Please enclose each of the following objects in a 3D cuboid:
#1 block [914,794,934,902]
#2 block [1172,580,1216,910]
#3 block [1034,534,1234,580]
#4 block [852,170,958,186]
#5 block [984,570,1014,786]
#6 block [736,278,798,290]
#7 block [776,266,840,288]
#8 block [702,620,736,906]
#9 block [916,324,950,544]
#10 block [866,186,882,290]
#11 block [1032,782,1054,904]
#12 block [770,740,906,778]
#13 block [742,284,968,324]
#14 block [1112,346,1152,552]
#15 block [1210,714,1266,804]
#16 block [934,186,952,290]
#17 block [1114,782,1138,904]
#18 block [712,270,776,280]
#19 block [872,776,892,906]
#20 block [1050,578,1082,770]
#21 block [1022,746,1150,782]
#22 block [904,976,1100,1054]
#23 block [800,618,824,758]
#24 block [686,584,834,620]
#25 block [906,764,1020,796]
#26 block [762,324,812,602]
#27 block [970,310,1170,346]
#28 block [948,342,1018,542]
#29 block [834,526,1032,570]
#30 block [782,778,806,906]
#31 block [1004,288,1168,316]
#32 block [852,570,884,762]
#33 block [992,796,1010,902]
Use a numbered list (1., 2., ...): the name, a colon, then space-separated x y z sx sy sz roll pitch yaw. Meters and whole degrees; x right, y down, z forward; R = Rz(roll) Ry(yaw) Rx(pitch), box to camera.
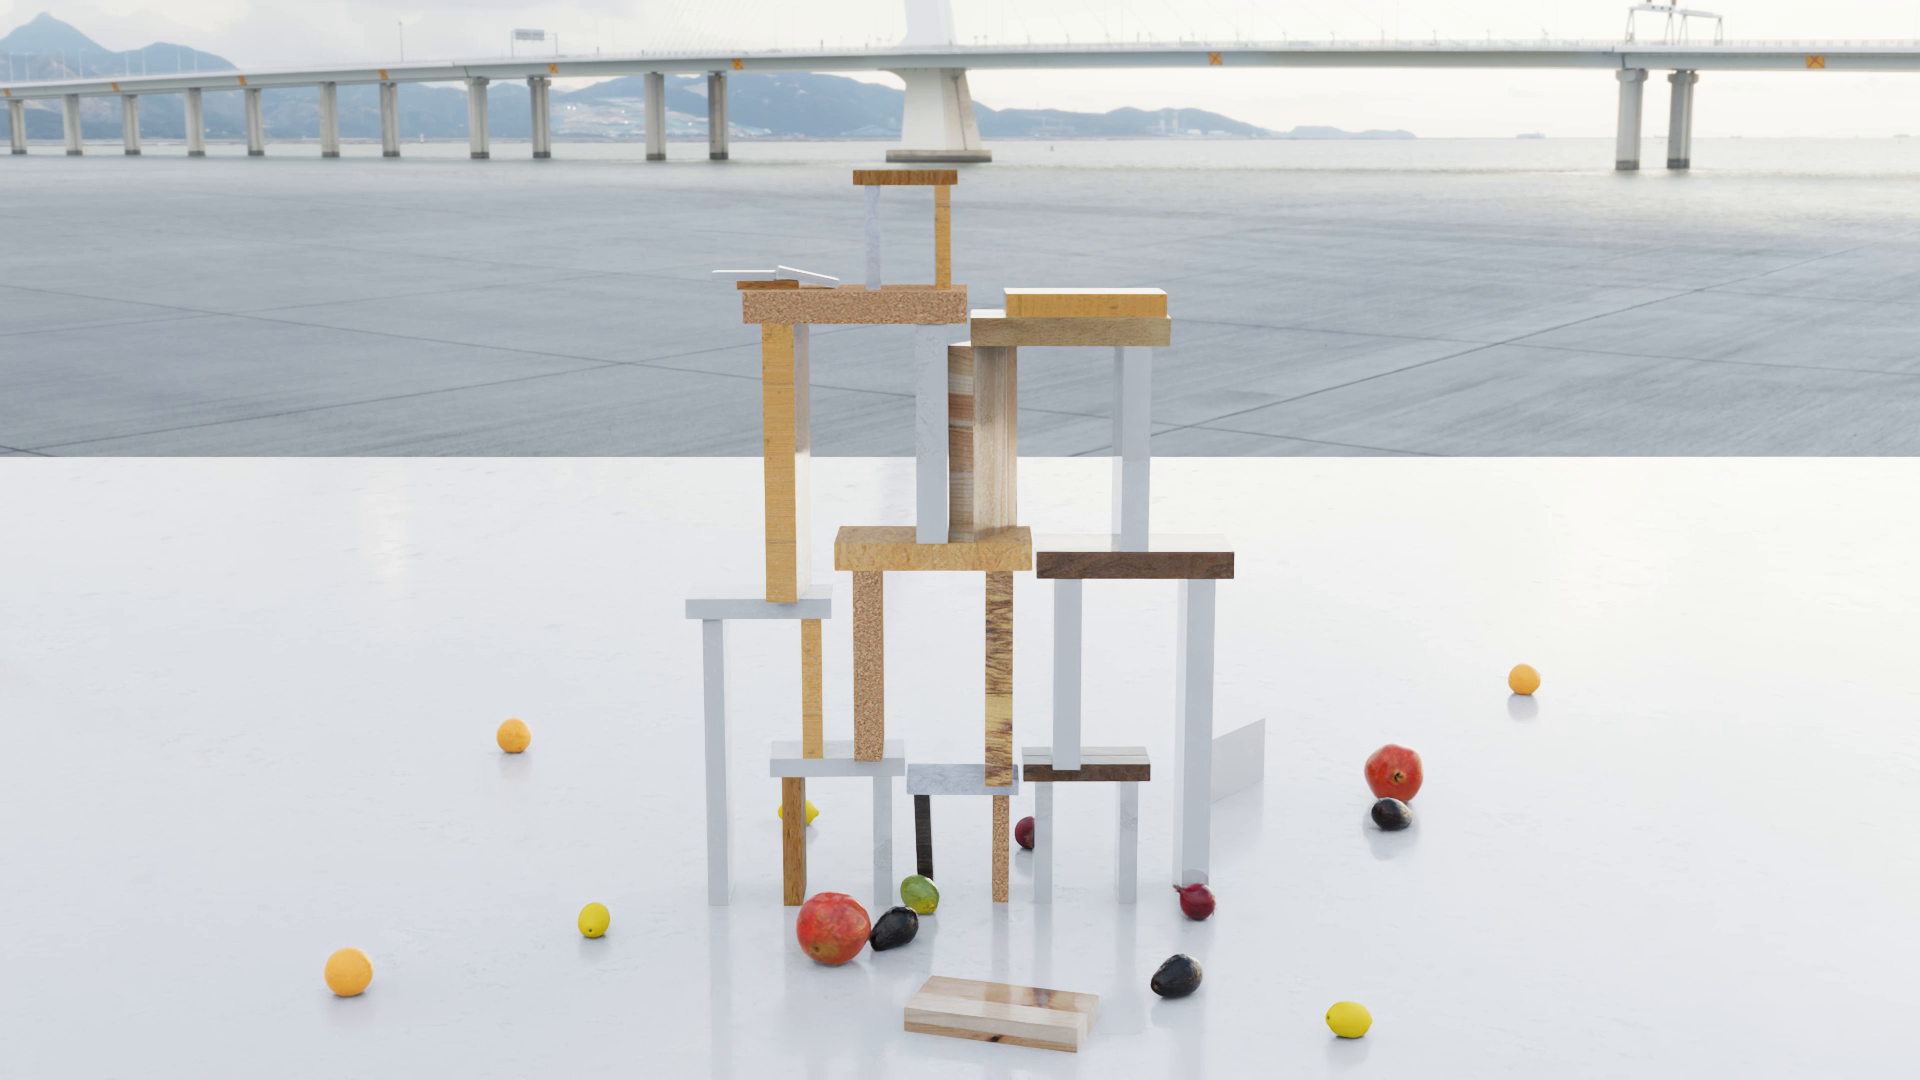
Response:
1. block: -0.059 0.499 3.656 0.026 0.184 0.092 -2 11 1
2. block: 0.384 0.319 3.617 0.044 0.551 0.157 0 11 0
3. block: 0.279 0.026 3.564 0.314 0.044 0.157 0 11 0
4. block: -0.085 -0.570 3.452 0.162 0.023 0.081 0 11 0
5. block: 0.063 0.209 3.596 0.044 0.355 0.157 0 11 0
6. block: -0.304 -0.405 3.478 0.097 0.014 0.049 -1 11 -4
7. block: -0.241 -0.416 3.480 0.097 0.014 0.049 11 9 -8
8. block: -0.397 0.352 3.626 0.033 0.484 0.117 0 11 0
9. block: -0.044 -0.181 3.530 0.049 0.347 0.174 0 11 1
10. block: -0.137 -0.479 3.474 0.023 0.162 0.081 -1 11 -2
11. block: 0.137 0.487 3.654 0.029 0.208 0.104 0 11 0
12. block: -0.201 0.359 3.623 0.220 0.031 0.110 0 11 -2
13. block: -0.163 -0.375 3.490 0.347 0.049 0.174 0 11 0
14. block: 0.275 -0.155 3.529 0.044 0.325 0.156 0 11 -2
15. block: 0.506 0.424 4.216 0.036 0.126 0.252 8 13 36
16. block: -0.028 -0.479 3.471 0.023 0.162 0.081 -1 10 -2
17. block: 0.276 0.487 3.655 0.029 0.208 0.104 0 11 0
18. block: -0.341 -0.418 3.472 0.097 0.014 0.049 0 11 1
19. block: -0.128 0.482 3.649 0.031 0.220 0.110 0 11 -1
20. block: 0.173 0.202 3.597 0.044 0.314 0.157 0 11 1
21. block: 0.207 0.370 3.634 0.208 0.029 0.104 0 11 0
22. block: 0.060 0.673 3.127 0.252 0.036 0.126 3 11 17
23. block: -0.242 0.229 3.600 0.033 0.233 0.117 -1 11 -4
24. block: -0.323 0.100 3.570 0.233 0.033 0.117 0 11 -1
25. block: 0.005 0.396 3.636 0.184 0.026 0.092 0 11 0
26. block: -0.276 -0.133 3.526 0.049 0.440 0.174 1 11 4
27. block: 0.173 -0.338 3.500 0.311 0.044 0.156 0 11 0
28. block: 0.038 -0.164 3.536 0.044 0.311 0.156 5 12 27
29. block: -0.042 0.013 3.561 0.314 0.044 0.157 0 11 0
30. block: -0.274 0.483 3.644 0.031 0.220 0.110 0 11 0
31. block: 0.197 -0.379 3.502 0.252 0.036 0.126 0 11 -1
32. block: -0.149 0.189 3.595 0.044 0.314 0.157 0 11 0
33. block: 0.068 0.499 3.656 0.026 0.184 0.092 0 11 0
